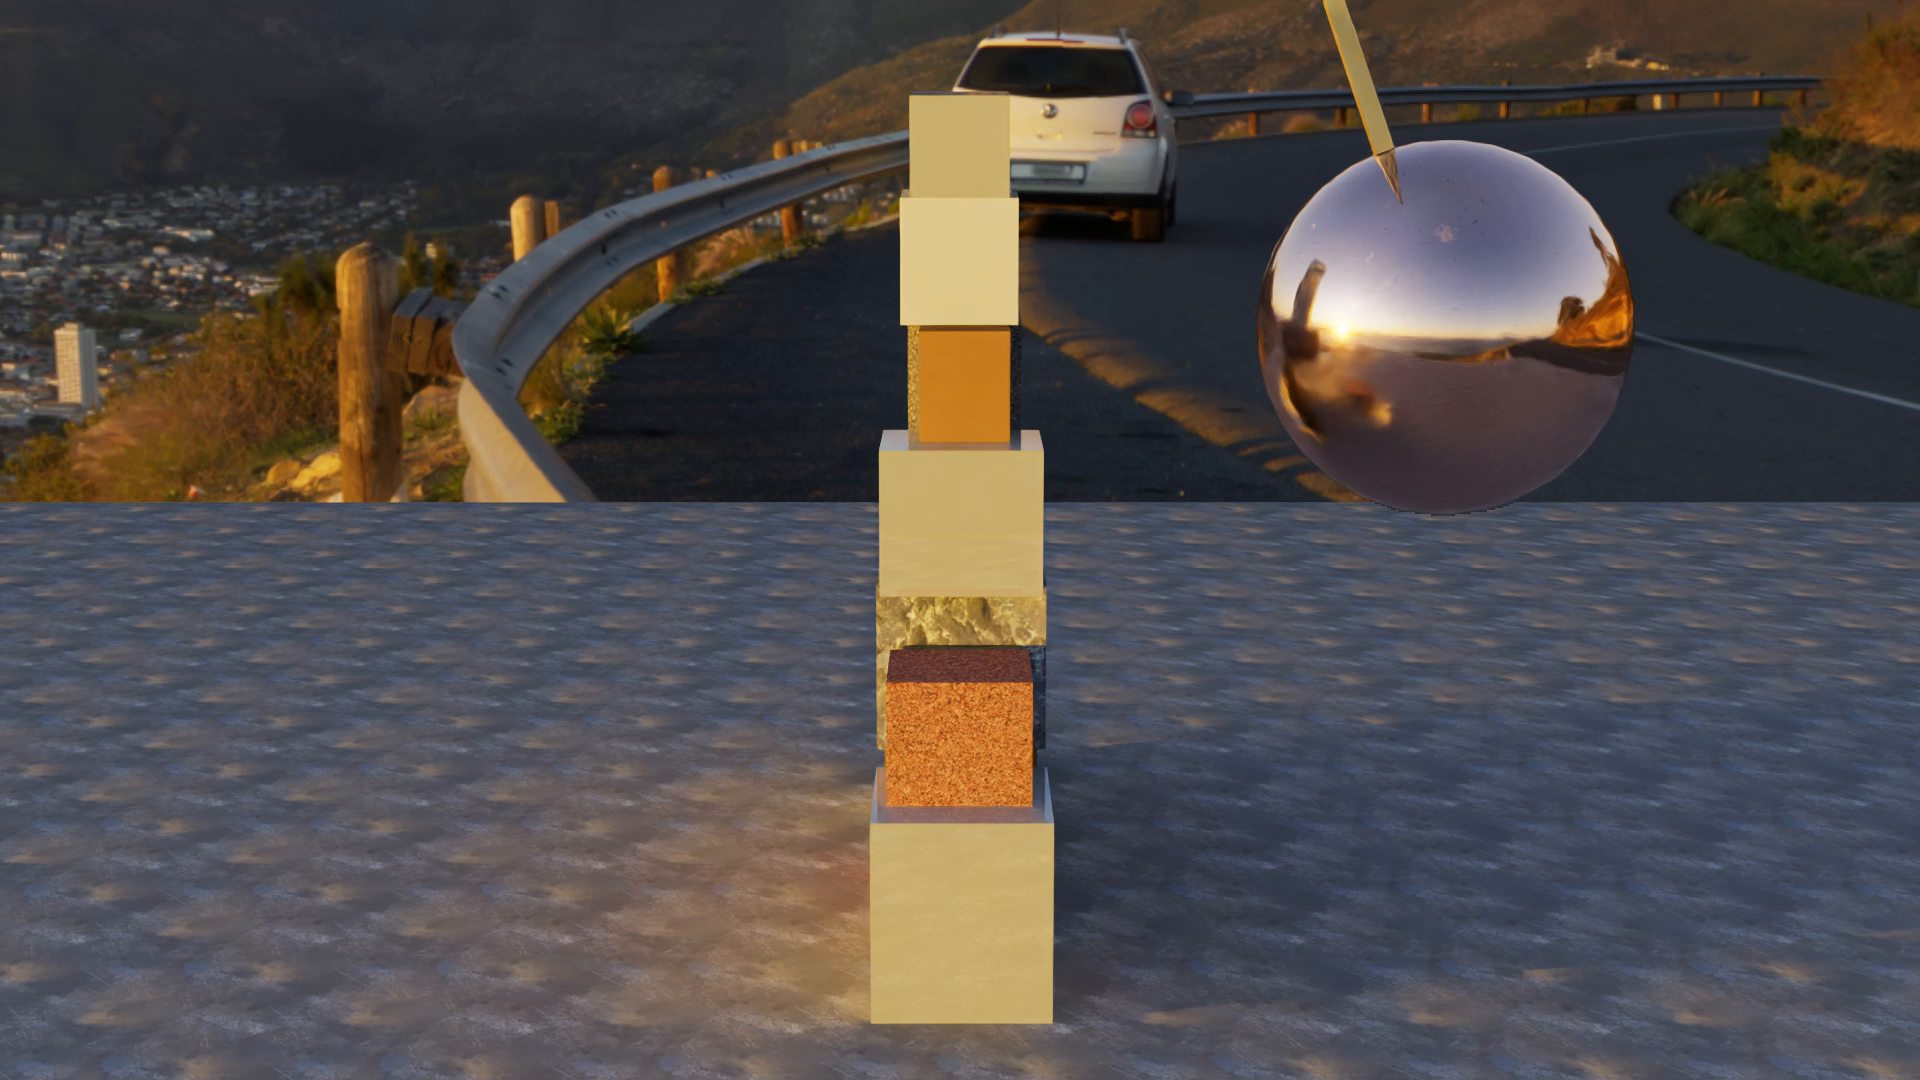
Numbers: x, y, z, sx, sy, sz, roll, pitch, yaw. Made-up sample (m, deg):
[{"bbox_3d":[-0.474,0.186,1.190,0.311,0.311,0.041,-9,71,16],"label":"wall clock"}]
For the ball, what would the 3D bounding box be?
[{"bbox_3d":[2.074,-0.912,11.015,1.600,1.600,1.600,0,10,0],"label":"ball"}]

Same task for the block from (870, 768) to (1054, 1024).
[{"bbox_3d":[0.007,1.359,9.923,0.681,0.776,0.779,0,10,0],"label":"block"}]

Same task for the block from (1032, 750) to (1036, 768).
[{"bbox_3d":[0.004,1.149,11.311,0.647,0.693,0.660,0,10,0],"label":"block"}]

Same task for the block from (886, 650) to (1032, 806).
[{"bbox_3d":[-0.002,0.720,9.928,0.550,0.480,0.560,0,10,0],"label":"block"}]

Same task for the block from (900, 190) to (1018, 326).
[{"bbox_3d":[-0.002,-1.211,10.948,0.494,0.531,0.460,0,12,0],"label":"block"}]

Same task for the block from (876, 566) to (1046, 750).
[{"bbox_3d":[0.005,0.469,11.129,0.711,0.709,0.729,0,10,0],"label":"block"}]

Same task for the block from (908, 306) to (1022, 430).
[{"bbox_3d":[0.020,-0.734,11.264,0.485,0.534,0.576,0,13,0],"label":"block"}]

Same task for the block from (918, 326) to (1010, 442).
[{"bbox_3d":[0.019,-0.667,10.761,0.375,0.457,0.410,0,10,0],"label":"block"}]

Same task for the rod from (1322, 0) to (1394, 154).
[{"bbox_3d":[0.899,-4.051,10.444,0.080,5.200,0.080,-20,10,4],"label":"rod"}]

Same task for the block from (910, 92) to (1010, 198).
[{"bbox_3d":[0.000,-1.677,10.852,0.415,0.420,0.449,0,12,0],"label":"block"}]

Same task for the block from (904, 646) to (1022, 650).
[{"bbox_3d":[0.012,0.770,10.517,0.497,0.567,0.562,0,10,0],"label":"block"}]

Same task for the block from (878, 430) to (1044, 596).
[{"bbox_3d":[0.005,-0.120,10.707,0.665,0.601,0.614,0,10,0],"label":"block"}]
